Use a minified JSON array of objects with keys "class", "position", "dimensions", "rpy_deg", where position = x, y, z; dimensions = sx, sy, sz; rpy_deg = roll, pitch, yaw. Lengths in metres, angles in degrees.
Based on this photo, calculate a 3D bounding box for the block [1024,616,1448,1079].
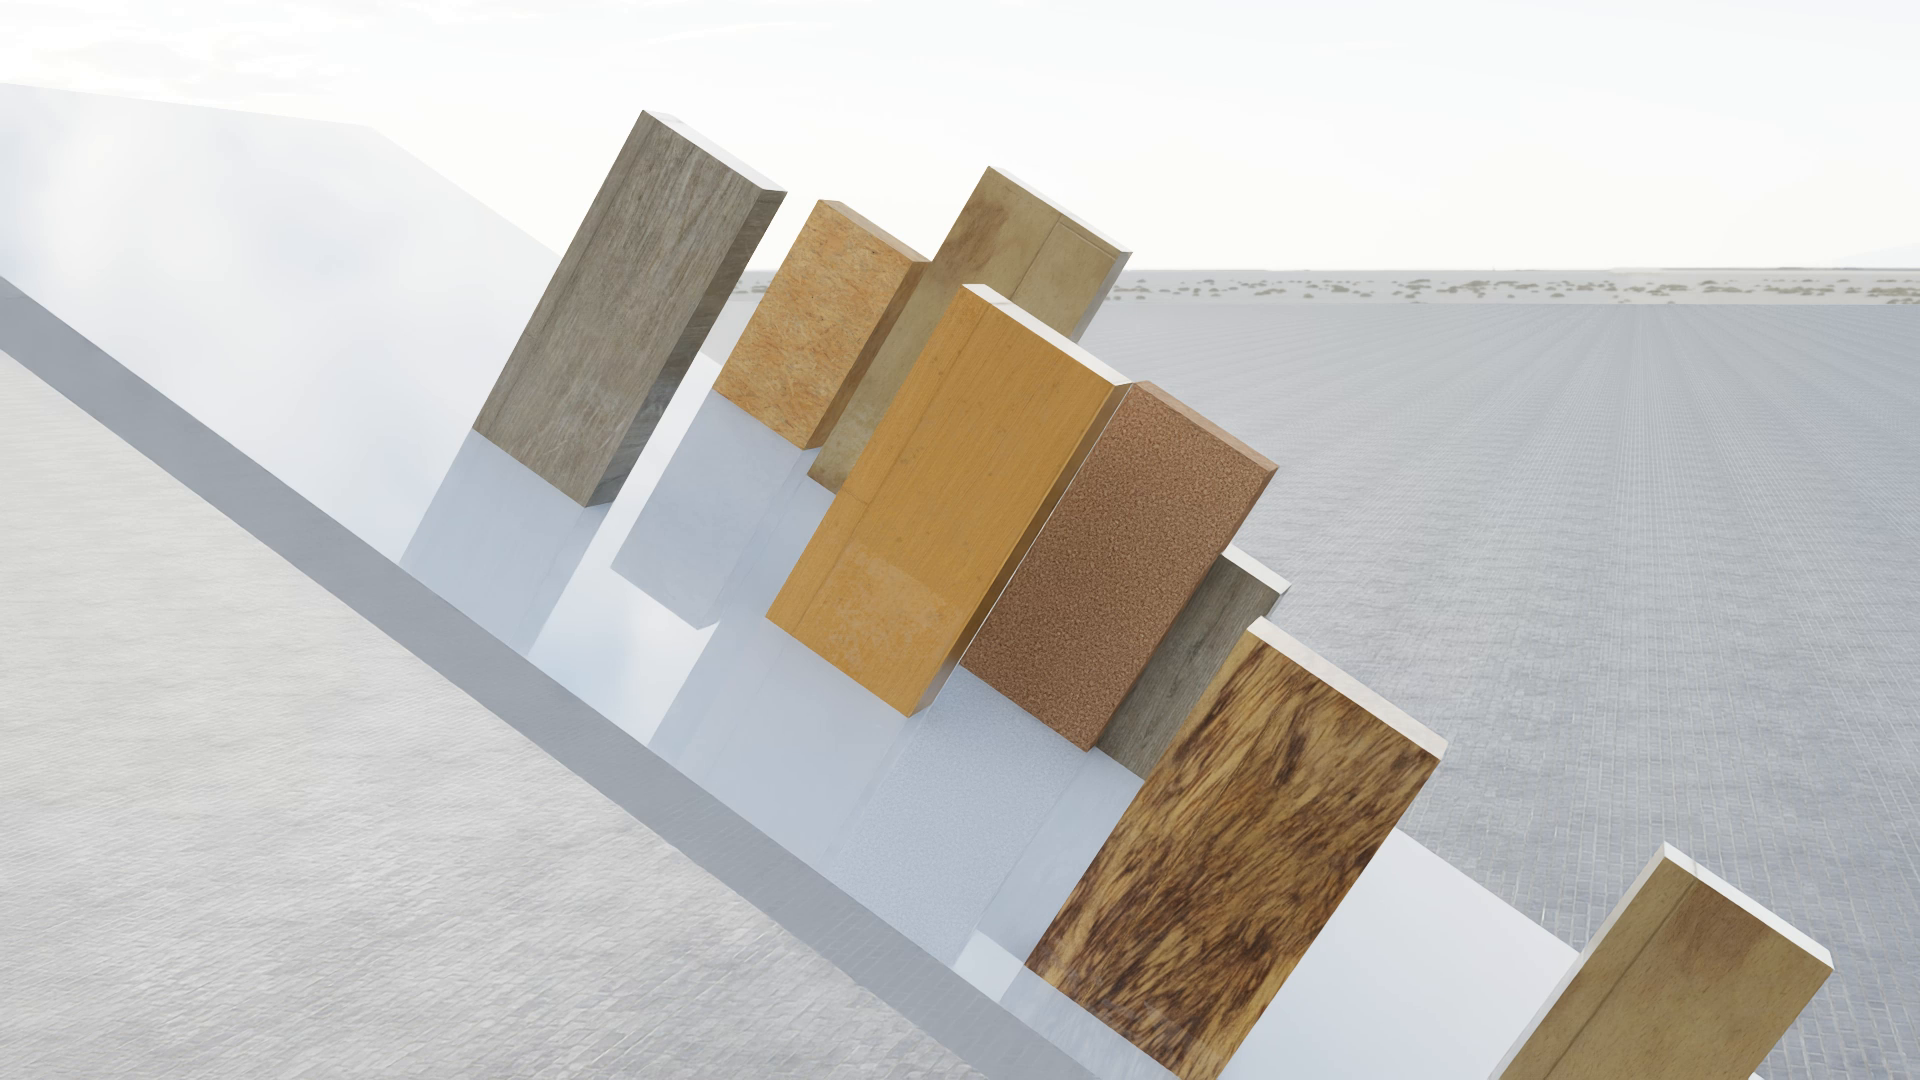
[{"class":"block","position":[0.391,0.451,3.150],"dimensions":[0.317,0.601,0.124],"rpy_deg":[34,15,11]}]

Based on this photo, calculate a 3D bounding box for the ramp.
[{"class":"ramp","position":[-0.149,0.247,4.110],"dimensions":[4.000,0.100,2.000],"rpy_deg":[34,15,11]}]

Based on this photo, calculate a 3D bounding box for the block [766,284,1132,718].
[{"class":"block","position":[-0.024,-0.068,3.831],"dimensions":[0.315,0.688,0.134],"rpy_deg":[34,15,11]}]

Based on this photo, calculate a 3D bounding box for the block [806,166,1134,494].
[{"class":"block","position":[0.016,-0.375,4.722],"dimensions":[0.339,0.779,0.114],"rpy_deg":[34,15,11]}]

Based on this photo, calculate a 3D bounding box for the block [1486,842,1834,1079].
[{"class":"block","position":[0.942,0.769,3.158],"dimensions":[0.266,0.631,0.089],"rpy_deg":[34,15,11]}]

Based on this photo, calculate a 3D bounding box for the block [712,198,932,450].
[{"class":"block","position":[-0.313,-0.487,4.979],"dimensions":[0.261,0.498,0.141],"rpy_deg":[34,15,11]}]

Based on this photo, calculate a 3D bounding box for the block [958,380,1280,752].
[{"class":"block","position":[0.298,0.050,4.180],"dimensions":[0.300,0.642,0.122],"rpy_deg":[34,15,11]}]

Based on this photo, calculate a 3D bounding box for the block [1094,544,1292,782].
[{"class":"block","position":[0.400,0.207,4.248],"dimensions":[0.259,0.451,0.141],"rpy_deg":[34,15,11]}]

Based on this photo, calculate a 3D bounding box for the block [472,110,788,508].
[{"class":"block","position":[-0.585,-0.403,3.873],"dimensions":[0.259,0.650,0.119],"rpy_deg":[34,15,11]}]
